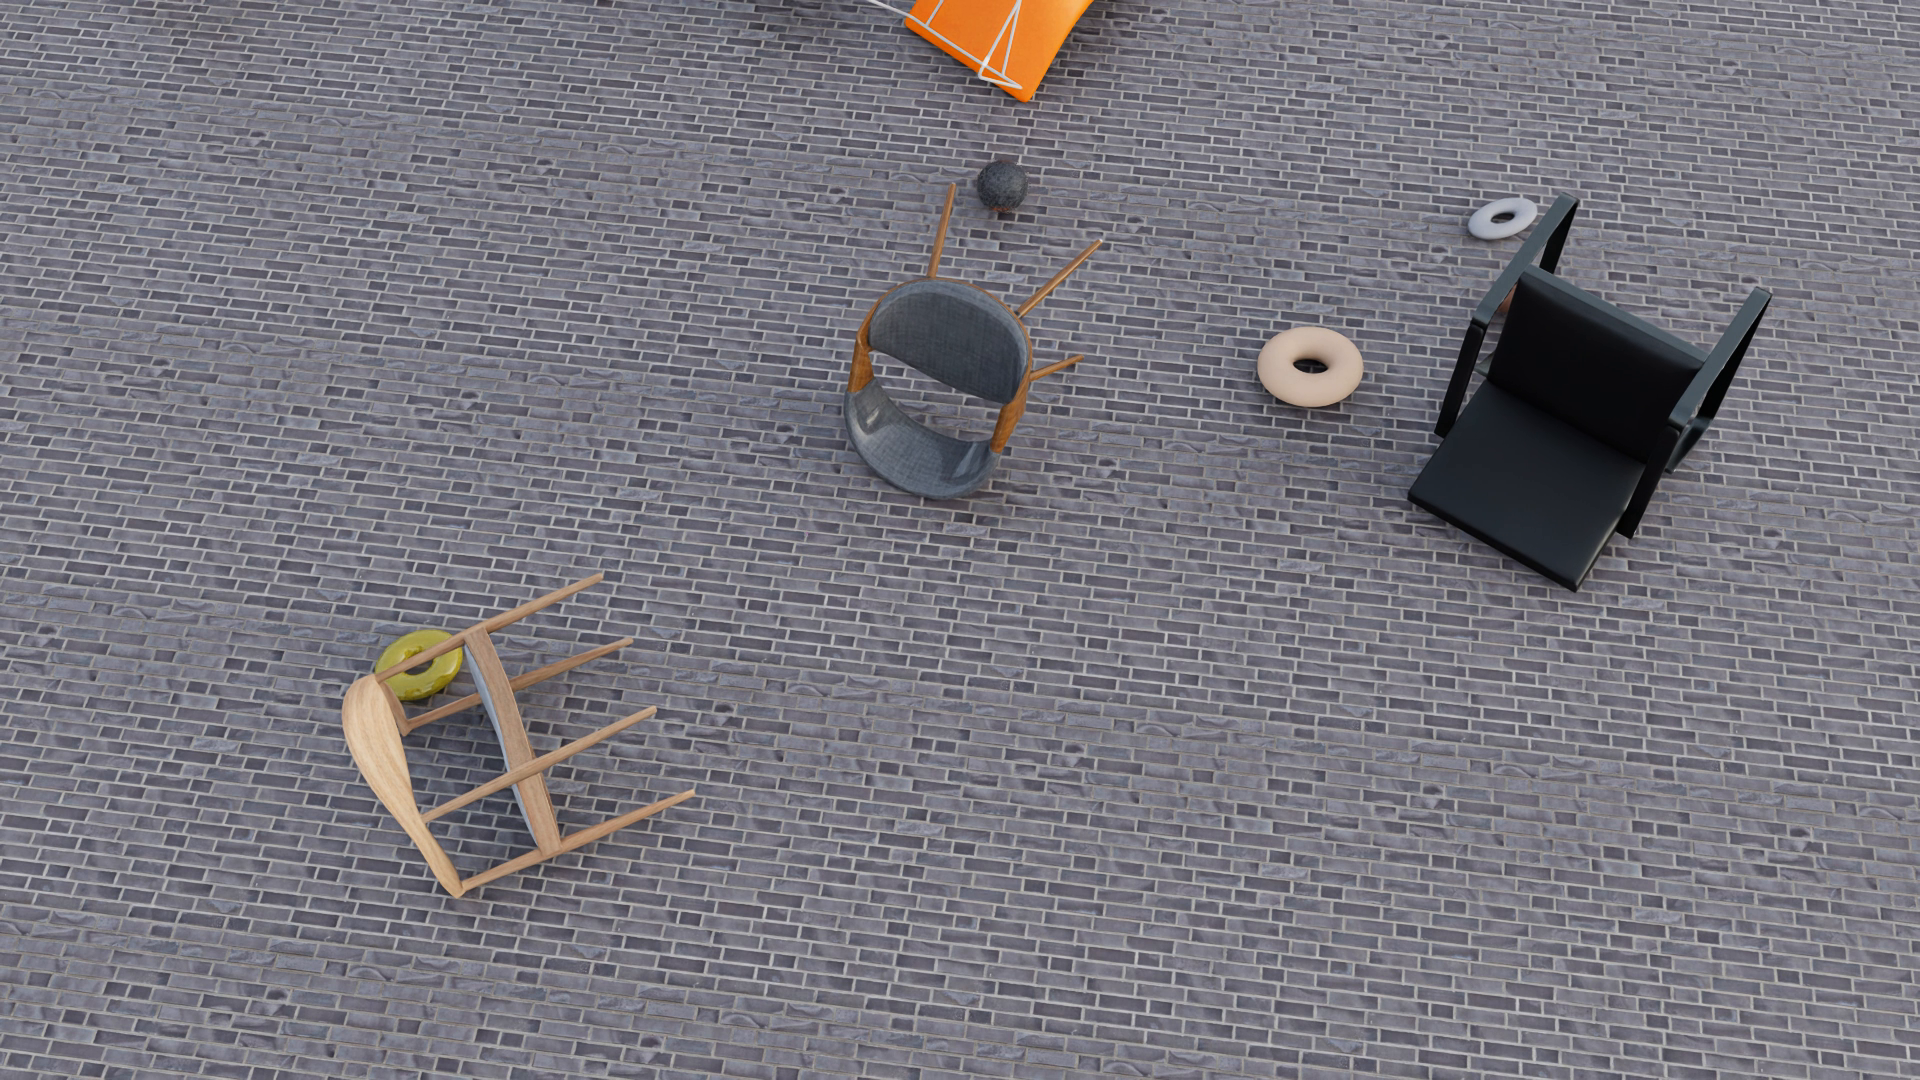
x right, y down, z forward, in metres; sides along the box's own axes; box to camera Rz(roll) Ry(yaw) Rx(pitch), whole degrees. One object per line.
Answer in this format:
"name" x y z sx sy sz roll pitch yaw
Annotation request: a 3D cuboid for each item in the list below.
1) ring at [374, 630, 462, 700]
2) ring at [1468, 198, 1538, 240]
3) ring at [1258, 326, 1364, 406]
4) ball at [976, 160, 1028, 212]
"ring" -1.550 0.357 6.298 0.261 0.062 0.216 -30 60 -18
"ring" 1.790 -1.061 7.258 0.259 0.048 0.142 -22 60 -14
"ring" 1.094 -0.542 6.870 0.333 0.114 0.288 -4 55 -4
"ball" 0.140 -1.168 7.255 0.170 0.170 0.170 0 56 0
